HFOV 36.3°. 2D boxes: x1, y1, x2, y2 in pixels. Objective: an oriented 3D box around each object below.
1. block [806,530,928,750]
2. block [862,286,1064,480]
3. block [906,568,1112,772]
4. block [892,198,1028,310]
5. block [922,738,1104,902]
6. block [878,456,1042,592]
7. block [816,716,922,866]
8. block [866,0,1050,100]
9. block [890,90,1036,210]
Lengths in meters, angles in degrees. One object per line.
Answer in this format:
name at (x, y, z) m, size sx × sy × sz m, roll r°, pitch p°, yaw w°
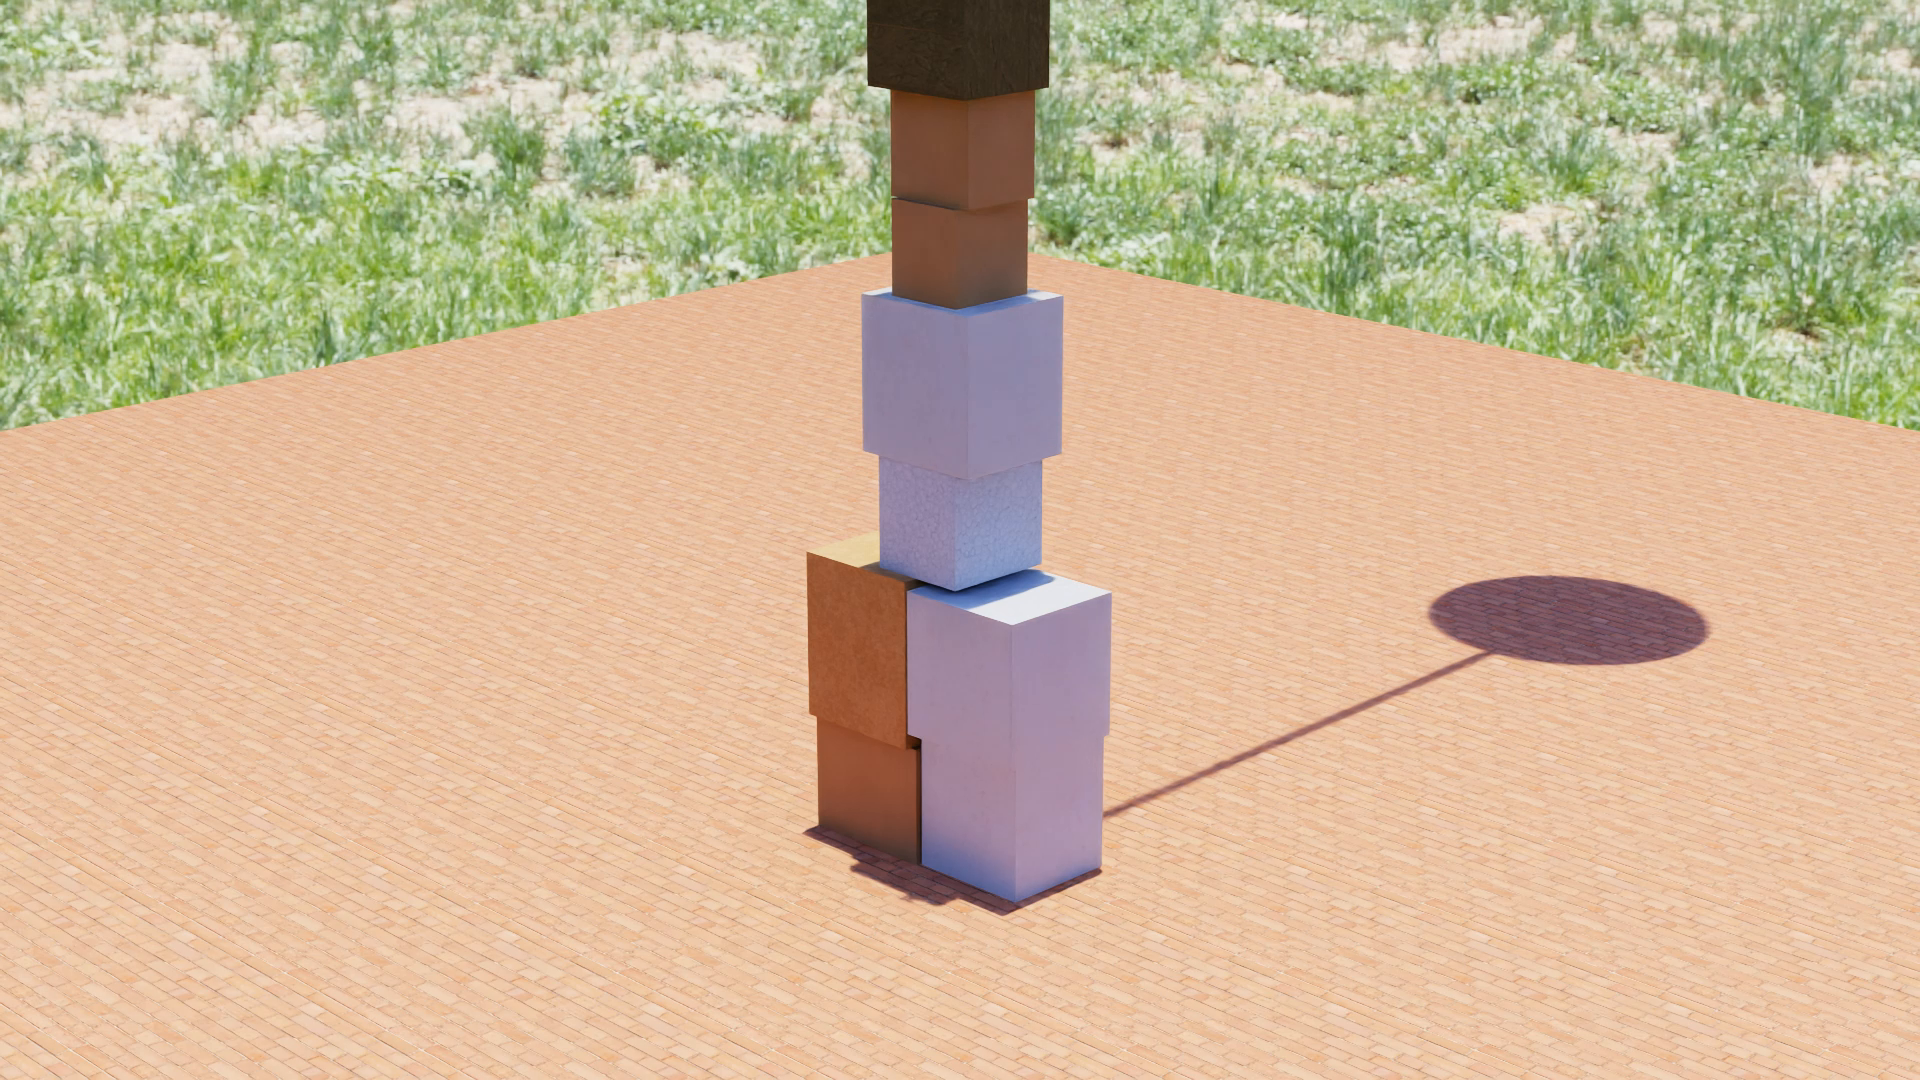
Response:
block at (-0.237, 0.432, 13.724) m, size 0.690 × 0.806 × 0.655 m, roll -17°, pitch 24°, yaw -42°
block at (0.010, -0.743, 13.118) m, size 0.601 × 0.729 × 0.669 m, roll -17°, pitch 24°, yaw -42°
block at (0.221, 0.559, 13.256) m, size 0.644 × 0.686 × 0.658 m, roll -17°, pitch 24°, yaw -42°
block at (0.000, -1.295, 12.933) m, size 0.449 × 0.436 × 0.400 m, roll -17°, pitch 24°, yaw -42°
block at (0.239, 1.194, 13.461) m, size 0.575 × 0.650 × 0.601 m, roll -17°, pitch 24°, yaw -42°
block at (0.004, -0.138, 13.302) m, size 0.559 × 0.535 × 0.488 m, roll -17°, pitch 24°, yaw -42°
block at (-0.213, 1.093, 13.915) m, size 0.641 × 0.570 × 0.674 m, roll -17°, pitch 24°, yaw -42°
block at (-0.008, -2.264, 12.620) m, size 0.524 × 0.627 × 0.591 m, roll -17°, pitch 24°, yaw -42°
block at (0.012, -1.739, 12.807) m, size 0.410 × 0.487 × 0.480 m, roll -17°, pitch 24°, yaw -42°
